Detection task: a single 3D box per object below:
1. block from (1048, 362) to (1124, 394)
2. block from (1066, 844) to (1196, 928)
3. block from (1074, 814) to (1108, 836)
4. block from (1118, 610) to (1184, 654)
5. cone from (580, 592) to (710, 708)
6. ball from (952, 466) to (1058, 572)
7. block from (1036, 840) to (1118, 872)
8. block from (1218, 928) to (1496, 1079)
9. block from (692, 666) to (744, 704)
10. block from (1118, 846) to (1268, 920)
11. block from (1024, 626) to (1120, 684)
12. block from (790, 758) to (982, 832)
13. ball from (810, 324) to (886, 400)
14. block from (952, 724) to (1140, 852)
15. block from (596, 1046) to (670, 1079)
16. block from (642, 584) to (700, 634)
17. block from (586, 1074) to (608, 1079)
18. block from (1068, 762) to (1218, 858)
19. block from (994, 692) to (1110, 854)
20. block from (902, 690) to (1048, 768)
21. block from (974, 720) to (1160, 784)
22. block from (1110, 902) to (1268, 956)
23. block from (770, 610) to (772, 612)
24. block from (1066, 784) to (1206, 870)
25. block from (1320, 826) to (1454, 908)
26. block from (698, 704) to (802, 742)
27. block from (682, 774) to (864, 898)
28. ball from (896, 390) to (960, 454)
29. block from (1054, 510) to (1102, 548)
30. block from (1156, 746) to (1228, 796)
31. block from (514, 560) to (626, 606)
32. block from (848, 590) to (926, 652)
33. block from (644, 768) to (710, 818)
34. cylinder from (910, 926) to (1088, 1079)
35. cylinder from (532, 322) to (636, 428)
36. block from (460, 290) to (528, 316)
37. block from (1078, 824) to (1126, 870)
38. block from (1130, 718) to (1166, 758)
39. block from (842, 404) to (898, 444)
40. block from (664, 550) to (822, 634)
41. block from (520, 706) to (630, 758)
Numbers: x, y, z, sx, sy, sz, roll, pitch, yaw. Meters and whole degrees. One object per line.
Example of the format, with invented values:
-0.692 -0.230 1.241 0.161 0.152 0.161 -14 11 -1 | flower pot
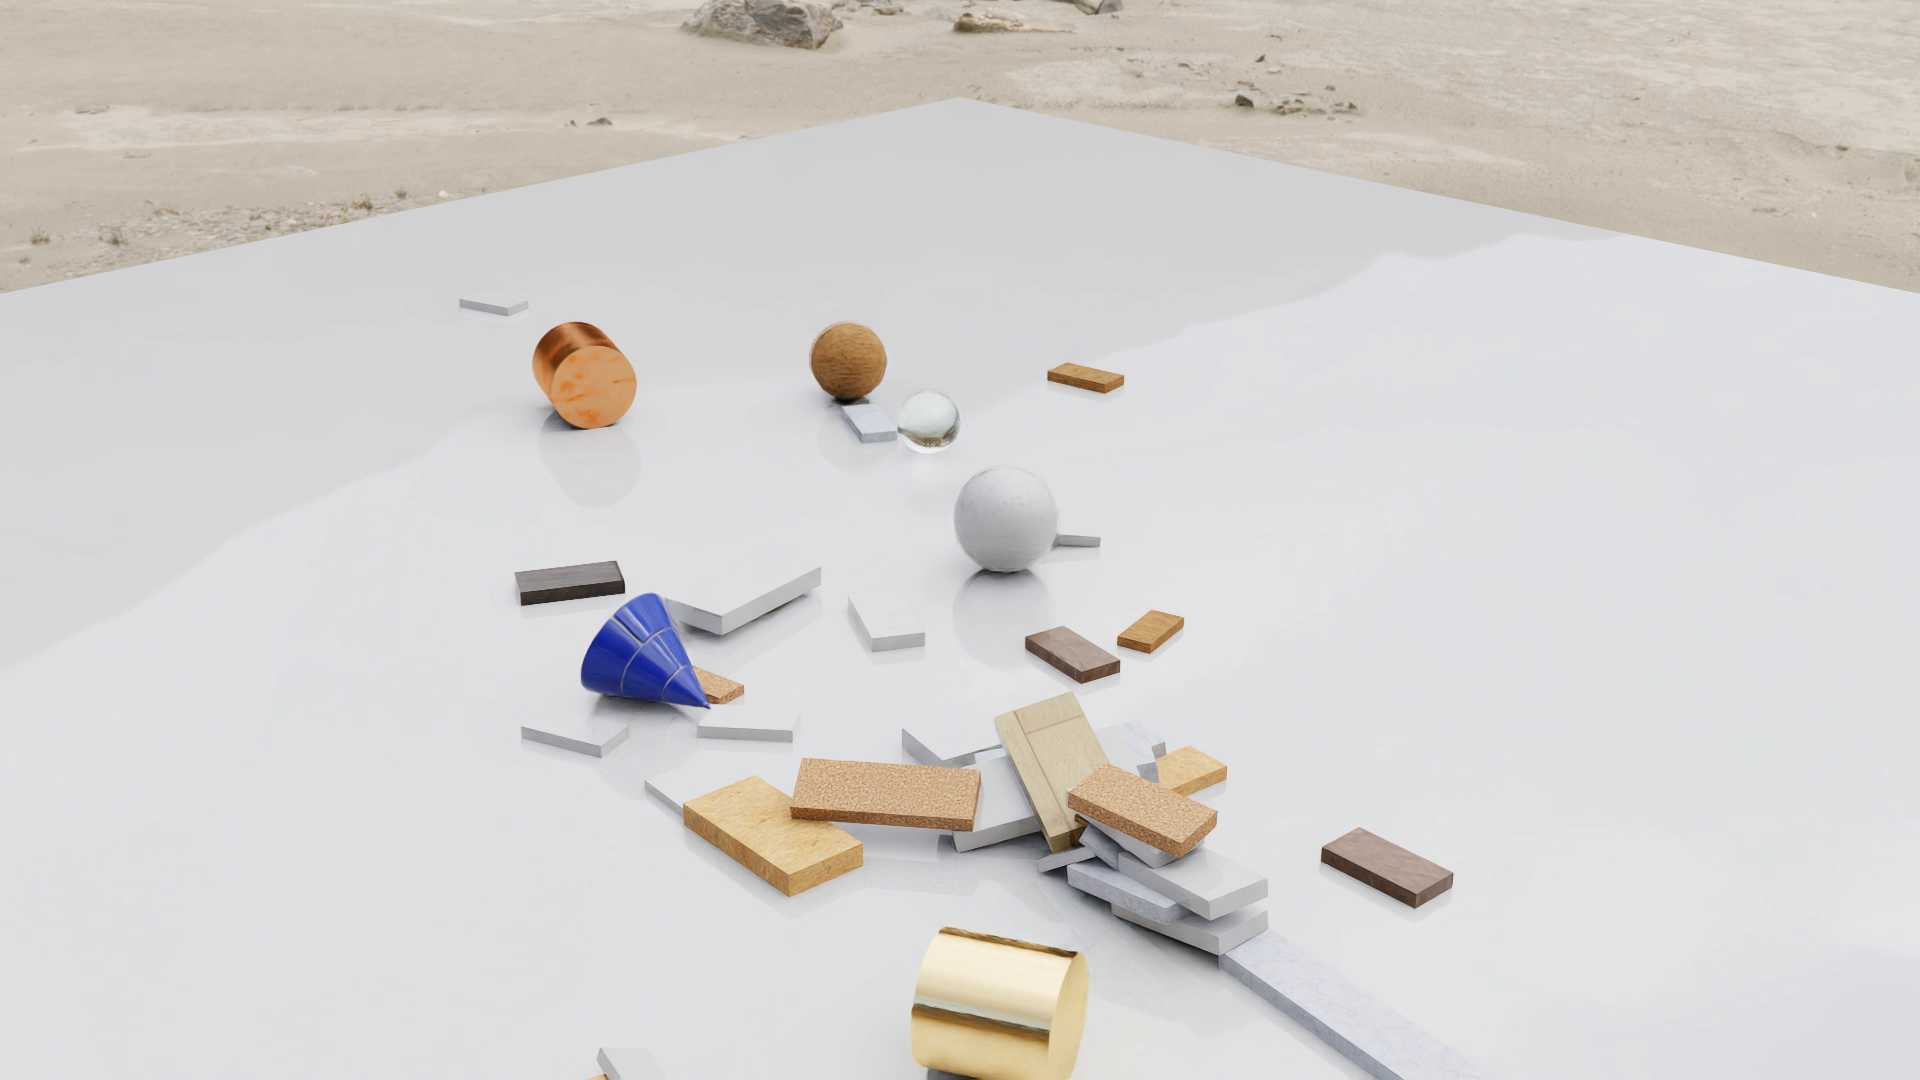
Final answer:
0.396 -0.511 6.926 0.218 0.031 0.109 16 28 33 | block
0.339 0.640 4.095 0.134 0.038 0.267 -18 21 -35 | block
0.267 0.536 4.181 0.091 0.013 0.045 24 39 32 | block
0.453 0.217 5.219 0.088 0.025 0.175 14 27 29 | block
-0.648 0.299 4.857 0.266 0.266 0.266 34 36 20 | cone
0.114 -0.052 5.539 0.269 0.269 0.269 0 23 0 | ball
0.227 0.598 4.206 0.081 0.023 0.161 -17 -6 -43 | block
0.673 0.825 3.770 0.125 0.035 0.554 -15 27 -32 | block
-0.667 0.300 5.023 0.398 0.023 0.081 17 28 34 | block
0.425 0.613 4.024 0.134 0.038 0.267 -16 20 -30 | block
0.260 0.265 5.097 0.111 0.031 0.222 -14 27 -31 | block
-0.146 0.502 4.345 0.360 0.036 0.128 3 44 8 | block
-0.341 -0.548 6.754 0.233 0.233 0.233 0 23 0 | ball
0.159 0.493 4.375 0.385 0.048 0.171 -15 42 -4 | block
-0.521 0.888 3.598 0.088 0.025 0.176 11 14 -34 | block
-0.680 0.166 5.331 0.104 0.029 0.207 -14 26 -29 | block
-0.630 0.919 3.563 0.175 0.025 0.088 -11 25 -25 | block
0.339 0.501 4.089 0.249 0.035 0.125 21 35 32 | block
0.203 0.453 4.337 0.171 0.048 0.341 -18 43 -8 | block
0.066 0.416 4.717 0.341 0.048 0.171 -13 26 -29 | block
0.216 0.467 4.505 0.355 0.050 0.178 -11 24 -1 | block
0.421 0.685 4.051 0.134 0.038 0.267 -20 22 -38 | block
-0.528 0.144 5.393 0.162 0.023 0.081 6 24 13 | block
0.328 0.519 4.127 0.125 0.035 0.249 -21 36 -33 | block
0.822 0.629 4.236 0.114 0.032 0.229 -19 30 -38 | block
-0.457 0.398 4.785 0.207 0.029 0.103 2 23 5 | block
-0.371 0.579 4.332 0.178 0.050 0.355 -18 29 -37 | block
-0.091 -0.338 6.321 0.185 0.185 0.185 0 23 0 | ball
0.255 -0.035 5.749 0.222 0.031 0.111 5 35 -2 | block
0.431 0.494 4.555 0.229 0.032 0.114 -17 28 -35 | block
-0.970 0.106 5.464 0.256 0.036 0.128 -7 24 -16 | block
-0.177 0.191 5.263 0.128 0.036 0.256 -6 24 -14 | block
-0.570 0.520 4.507 0.081 0.023 0.162 -17 28 -35 | block
0.068 0.776 3.634 0.233 0.233 0.233 8 24 18 | cylinder
-1.129 -0.497 6.603 0.257 0.257 0.257 -9 25 -21 | cylinder
-1.624 -0.824 7.664 0.218 0.031 0.109 13 26 28 | block
0.270 0.575 4.126 0.091 0.013 0.045 38 41 1 | block
0.305 0.450 4.619 0.229 0.032 0.114 -19 28 -20 | block
-0.269 -0.348 6.541 0.109 0.031 0.246 -7 24 -15 | block
-0.524 0.123 5.338 0.178 0.050 0.380 16 26 31 | block
-0.831 0.414 4.747 0.207 0.029 0.104 11 25 24 | block
